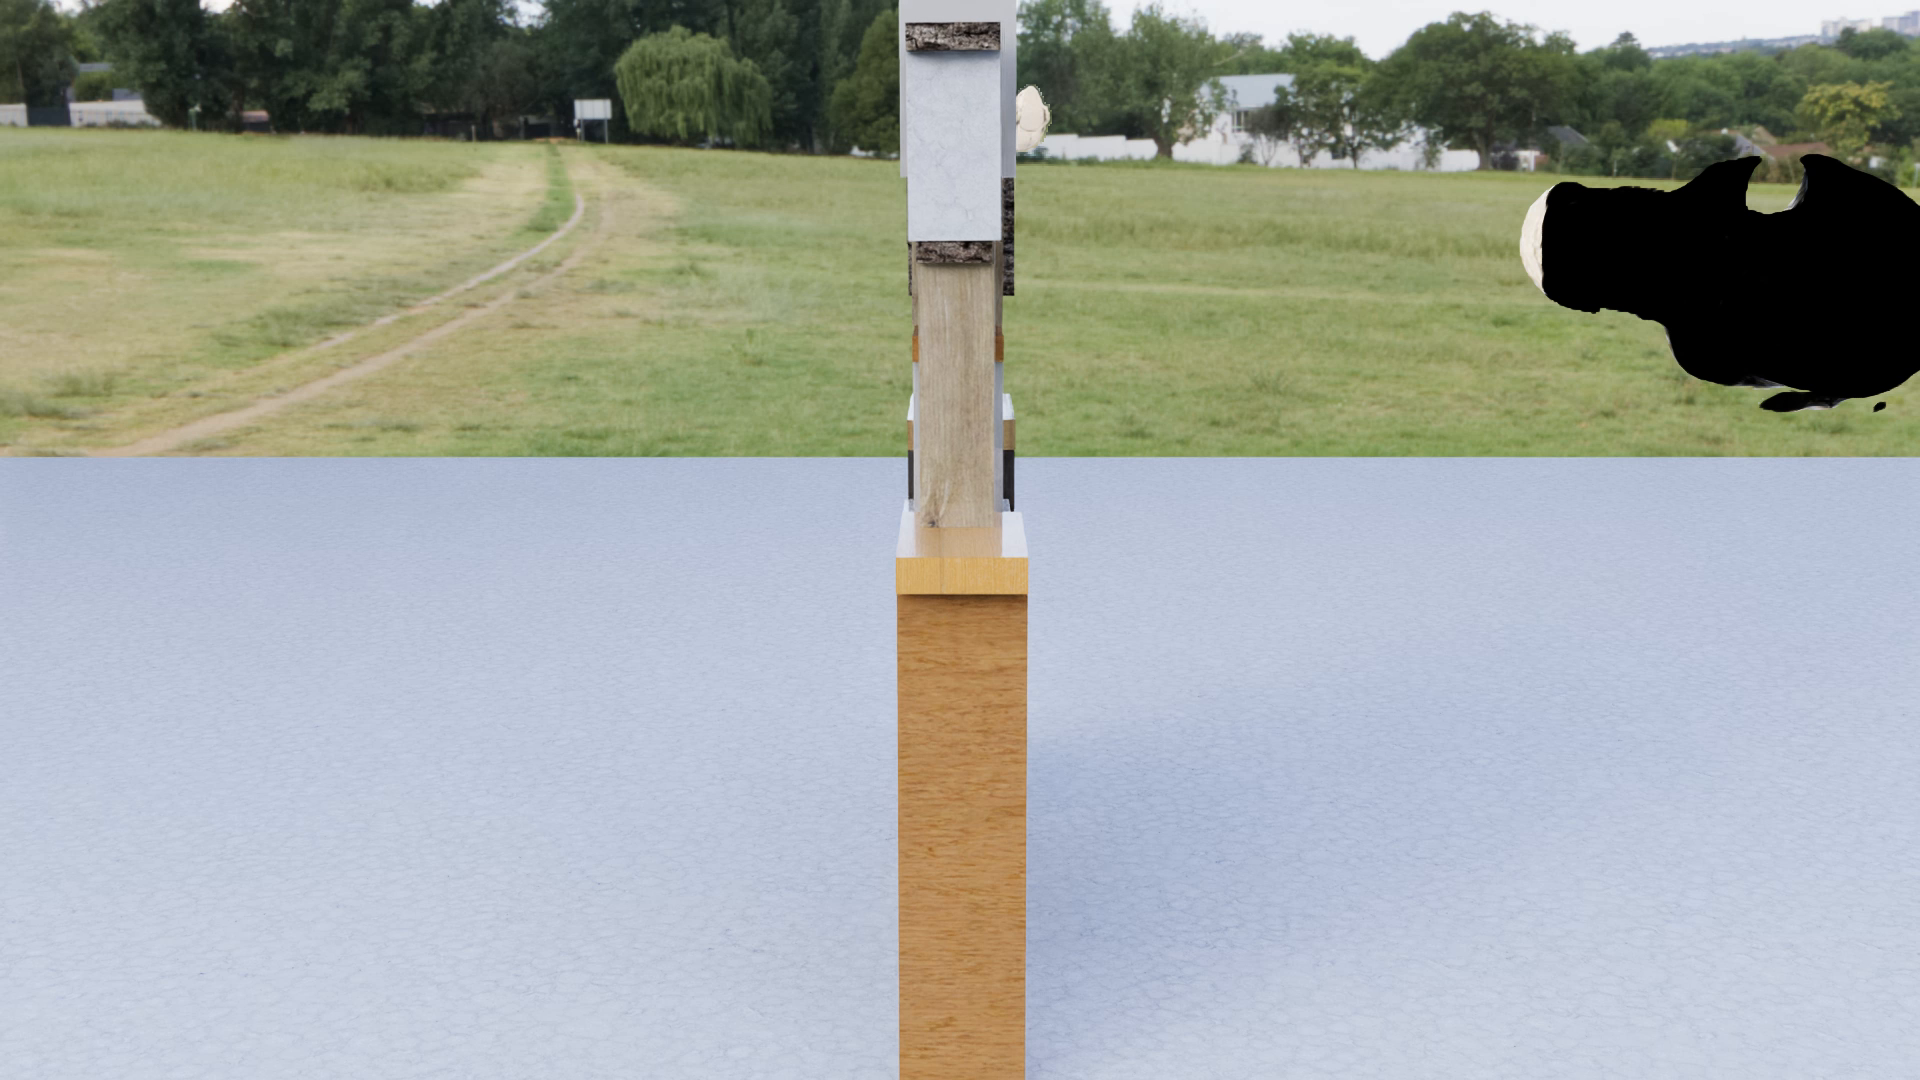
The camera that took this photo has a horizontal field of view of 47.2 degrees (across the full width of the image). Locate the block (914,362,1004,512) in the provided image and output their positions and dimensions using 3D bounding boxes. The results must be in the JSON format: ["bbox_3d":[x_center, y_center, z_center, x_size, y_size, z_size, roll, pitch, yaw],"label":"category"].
[{"bbox_3d":[-0.003,-0.136,3.246,0.131,0.263,0.037,0,11,0],"label":"block"}]

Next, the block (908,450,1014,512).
[{"bbox_3d":[0.002,0.015,3.674,0.175,0.351,0.050,0,11,0],"label":"block"}]

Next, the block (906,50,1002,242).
[{"bbox_3d":[-0.008,-0.515,2.877,0.122,0.244,0.035,0,10,0],"label":"block"}]

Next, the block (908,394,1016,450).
[{"bbox_3d":[0.002,-0.204,3.752,0.175,0.050,0.351,0,11,0],"label":"block"}]

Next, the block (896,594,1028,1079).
[{"bbox_3d":[0.003,0.390,2.893,0.167,0.676,0.047,0,11,0],"label":"block"}]

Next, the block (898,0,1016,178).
[{"bbox_3d":[-0.003,-0.724,3.105,0.164,0.417,0.047,0,10,0],"label":"block"}]

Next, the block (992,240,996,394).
[{"bbox_3d":[0.000,-0.347,3.136,0.099,0.278,0.028,0,10,0],"label":"block"}]

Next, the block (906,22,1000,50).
[{"bbox_3d":[-0.008,-0.667,2.932,0.122,0.035,0.244,0,11,1],"label":"block"}]

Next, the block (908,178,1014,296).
[{"bbox_3d":[0.002,-0.596,3.606,0.174,0.387,0.049,0,11,0],"label":"block"}]

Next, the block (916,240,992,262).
[{"bbox_3d":[-0.007,-0.398,2.988,0.100,0.028,0.200,0,11,0],"label":"block"}]

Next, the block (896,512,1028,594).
[{"bbox_3d":[0.003,0.014,2.937,0.167,0.047,0.335,0,11,0],"label":"block"}]

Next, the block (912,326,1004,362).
[{"bbox_3d":[-0.003,-0.299,3.304,0.131,0.037,0.263,0,11,0],"label":"block"}]

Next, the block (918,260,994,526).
[{"bbox_3d":[-0.005,-0.195,2.957,0.100,0.356,0.028,0,10,0],"label":"block"}]

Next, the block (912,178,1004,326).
[{"bbox_3d":[-0.004,-0.464,3.335,0.138,0.275,0.039,0,10,0],"label":"block"}]

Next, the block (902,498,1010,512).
[{"bbox_3d":[-0.005,-0.012,3.432,0.170,0.048,0.339,0,11,0],"label":"block"}]
